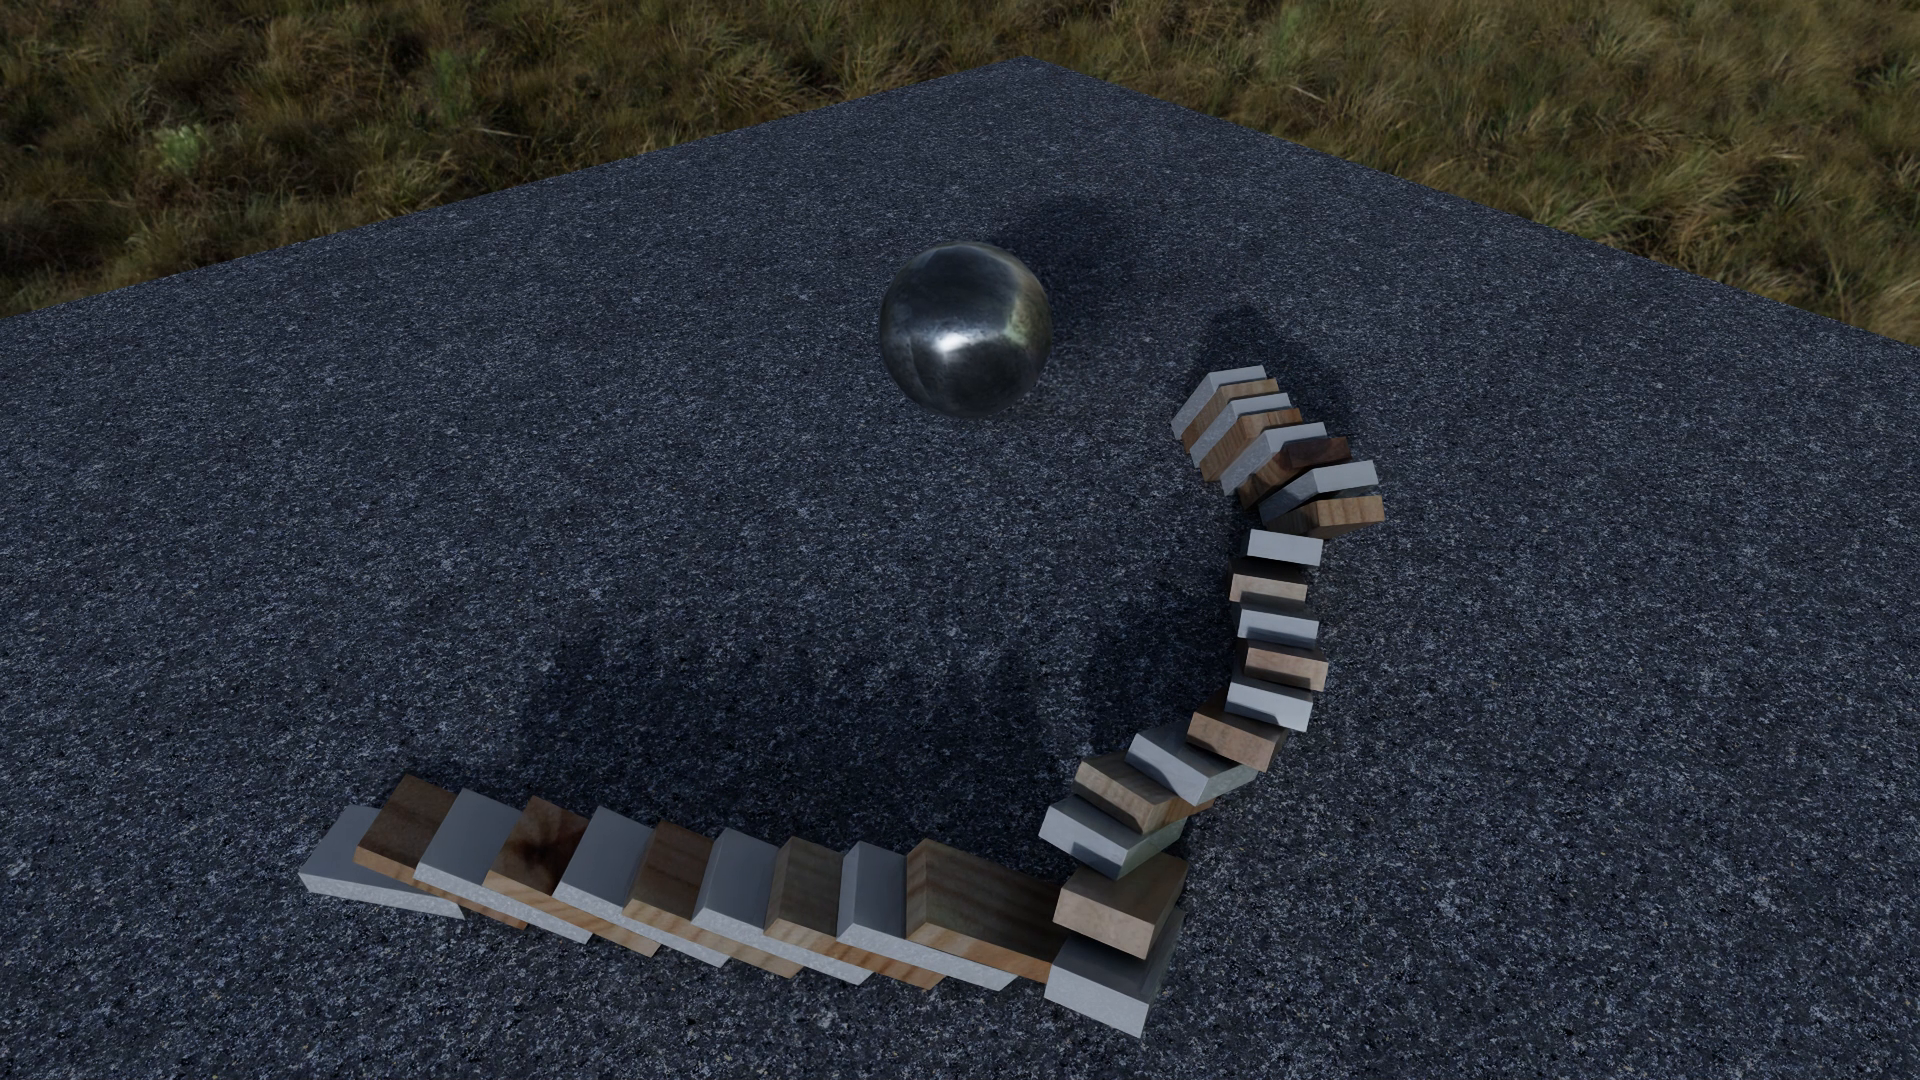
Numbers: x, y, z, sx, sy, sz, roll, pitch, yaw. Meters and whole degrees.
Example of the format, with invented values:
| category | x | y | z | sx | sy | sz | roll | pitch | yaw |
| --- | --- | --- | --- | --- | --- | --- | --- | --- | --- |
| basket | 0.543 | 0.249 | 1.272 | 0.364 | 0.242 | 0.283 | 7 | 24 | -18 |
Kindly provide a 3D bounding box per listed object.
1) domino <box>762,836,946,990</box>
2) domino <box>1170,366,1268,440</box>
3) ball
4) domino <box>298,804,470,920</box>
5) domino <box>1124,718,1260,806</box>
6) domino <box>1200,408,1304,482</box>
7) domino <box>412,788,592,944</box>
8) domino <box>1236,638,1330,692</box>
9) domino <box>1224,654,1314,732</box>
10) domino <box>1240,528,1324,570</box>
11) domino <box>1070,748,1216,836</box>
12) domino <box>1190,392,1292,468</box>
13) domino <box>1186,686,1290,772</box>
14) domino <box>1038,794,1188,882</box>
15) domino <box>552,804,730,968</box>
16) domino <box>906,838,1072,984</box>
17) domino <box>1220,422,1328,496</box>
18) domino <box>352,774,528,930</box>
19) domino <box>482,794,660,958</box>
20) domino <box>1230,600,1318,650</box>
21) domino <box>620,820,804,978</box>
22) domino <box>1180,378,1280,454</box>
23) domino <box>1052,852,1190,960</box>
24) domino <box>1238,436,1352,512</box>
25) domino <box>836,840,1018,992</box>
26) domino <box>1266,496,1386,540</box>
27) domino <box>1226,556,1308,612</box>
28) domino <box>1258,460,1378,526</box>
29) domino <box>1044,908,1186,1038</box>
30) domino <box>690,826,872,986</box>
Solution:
| category | x | y | z | sx | sy | sz | roll | pitch | yaw |
| --- | --- | --- | --- | --- | --- | --- | --- | --- | --- |
| domino | -0.027 | 0.102 | 0.300 | 0.050 | 0.009 | 0.025 | 26 | 36 | -18 |
| domino | 0.114 | -0.060 | 0.487 | 0.025 | 0.050 | 0.009 | -10 | 73 | -11 |
| ball | 0.003 | -0.096 | 0.505 | 0.080 | 0.080 | 0.080 | 0 | 39 | 0 |
| domino | -0.165 | 0.095 | 0.327 | 0.050 | 0.010 | 0.025 | 7 | 40 | 8 |
| domino | 0.074 | 0.067 | 0.341 | 0.025 | 0.010 | 0.050 | 30 | 15 | 31 |
| domino | 0.122 | -0.039 | 0.461 | 0.025 | 0.050 | 0.010 | -9 | 74 | -10 |
| domino | -0.124 | 0.092 | 0.312 | 0.050 | 0.009 | 0.025 | 27 | 39 | -13 |
| domino | 0.109 | 0.039 | 0.375 | 0.025 | 0.009 | 0.050 | 11 | 8 | 10 |
| domino | 0.102 | 0.049 | 0.362 | 0.025 | 0.009 | 0.050 | 13 | 8 | 14 |
| domino | 0.120 | 0.004 | 0.415 | 0.025 | 0.010 | 0.050 | 9 | -1 | 11 |
| domino | 0.057 | 0.074 | 0.332 | 0.025 | 0.010 | 0.050 | 28 | 14 | 33 |
| domino | 0.119 | -0.046 | 0.470 | 0.025 | 0.050 | 0.010 | -10 | 73 | -11 |
| domino | 0.090 | 0.059 | 0.350 | 0.025 | 0.009 | 0.050 | 20 | 10 | 21 |
| domino | 0.046 | 0.083 | 0.322 | 0.025 | 0.009 | 0.050 | 24 | 12 | 29 |
| domino | -0.084 | 0.097 | 0.307 | 0.050 | 0.010 | 0.025 | 28 | 39 | -11 |
| domino | 0.009 | 0.101 | 0.299 | 0.050 | 0.010 | 0.025 | 26 | 35 | -22 |
| domino | 0.129 | -0.033 | 0.454 | 0.025 | 0.050 | 0.010 | -9 | 74 | -11 |
| domino | -0.142 | 0.090 | 0.316 | 0.050 | 0.009 | 0.025 | 28 | 39 | -12 |
| domino | -0.104 | 0.095 | 0.310 | 0.050 | 0.010 | 0.025 | 28 | 39 | -11 |
| domino | 0.111 | 0.027 | 0.390 | 0.025 | 0.010 | 0.050 | 9 | 7 | 10 |
| domino | -0.065 | 0.099 | 0.303 | 0.050 | 0.010 | 0.025 | 28 | 37 | -15 |
| domino | 0.117 | -0.053 | 0.479 | 0.025 | 0.050 | 0.010 | -10 | 73 | -11 |
| domino | 0.046 | 0.096 | 0.303 | 0.025 | 0.009 | 0.050 | 16 | 8 | 20 |
| domino | 0.135 | -0.026 | 0.446 | 0.025 | 0.050 | 0.010 | -9 | 74 | -11 |
| domino | -0.008 | 0.102 | 0.299 | 0.050 | 0.009 | 0.025 | 25 | 35 | -20 |
| domino | 0.140 | -0.007 | 0.426 | 0.025 | 0.050 | 0.009 | -5 | 83 | -6 |
| domino | 0.112 | 0.016 | 0.404 | 0.025 | 0.010 | 0.050 | 9 | 8 | 11 |
| domino | 0.141 | -0.018 | 0.437 | 0.025 | 0.050 | 0.009 | -9 | 78 | -11 |
| domino | 0.042 | 0.109 | 0.292 | 0.025 | 0.010 | 0.050 | 16 | 13 | 19 |
| domino | -0.046 | 0.100 | 0.302 | 0.050 | 0.009 | 0.025 | 27 | 37 | -16 |
